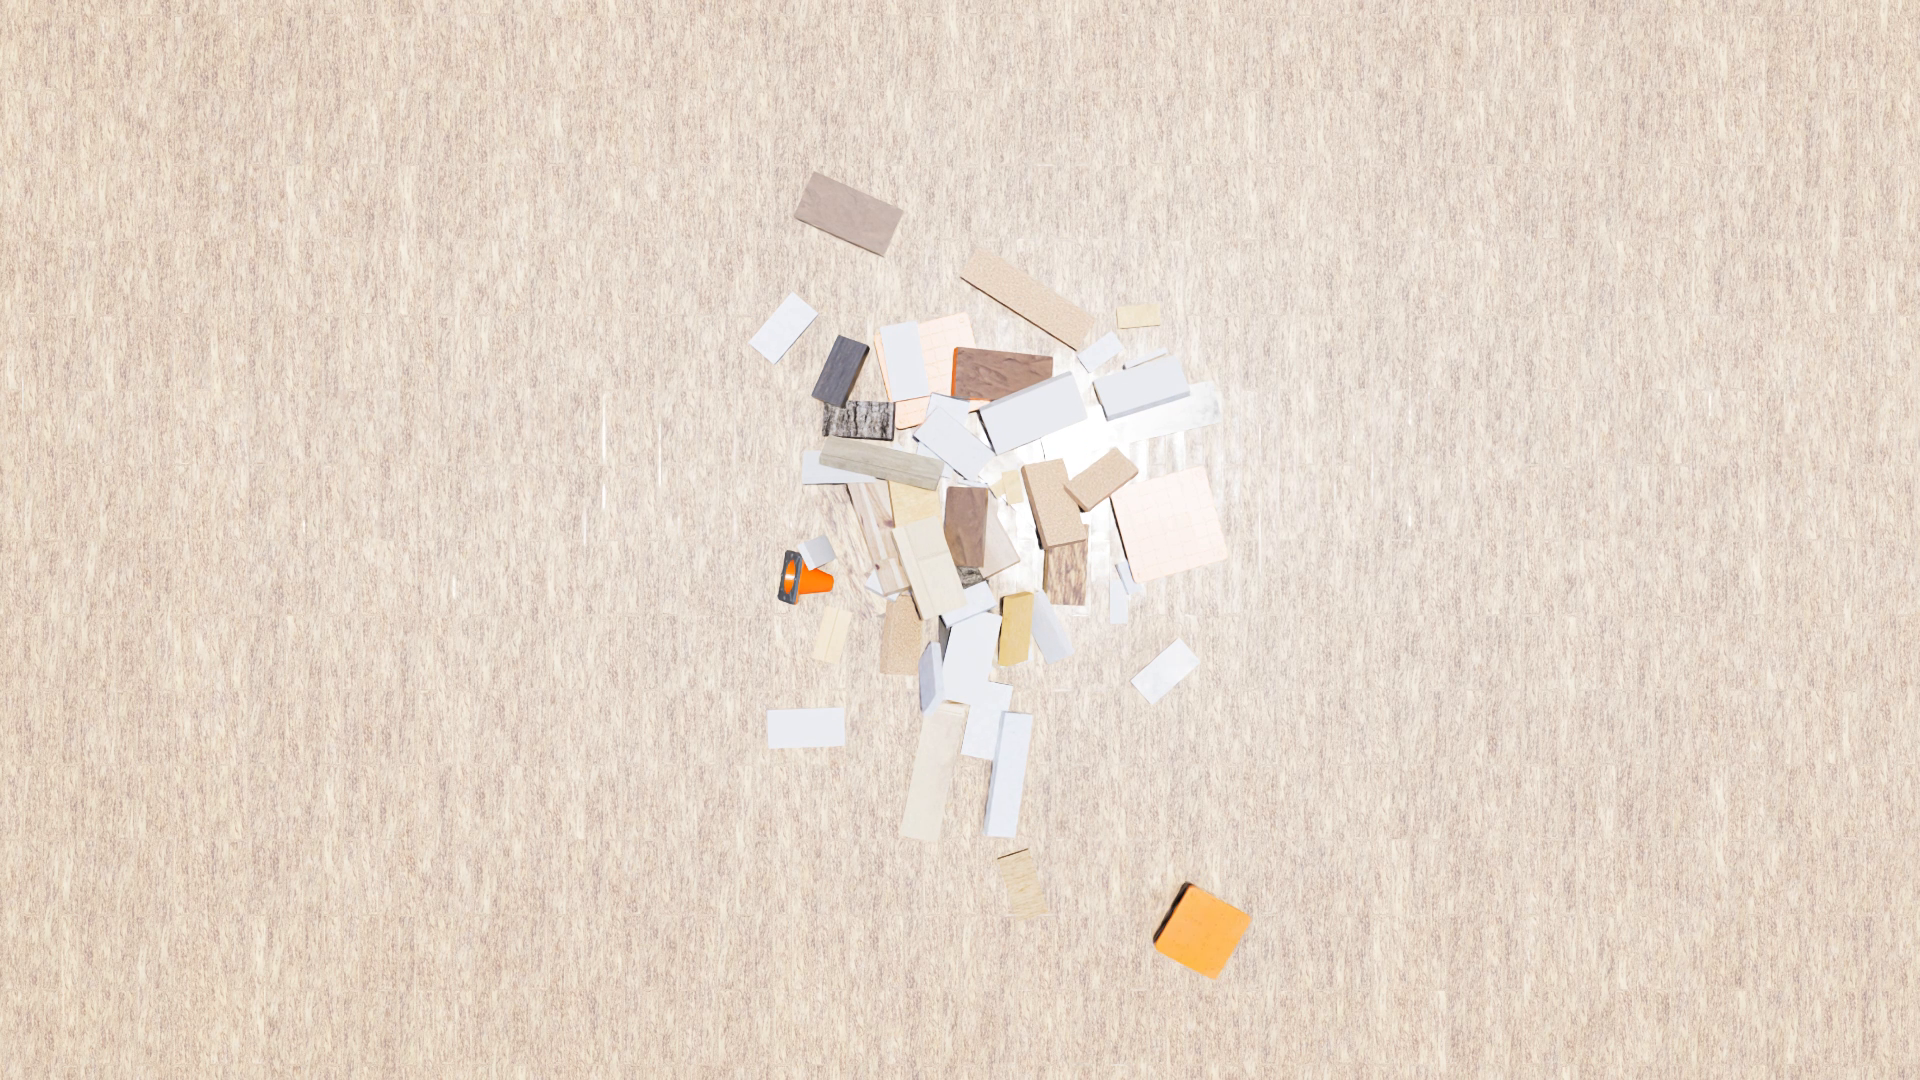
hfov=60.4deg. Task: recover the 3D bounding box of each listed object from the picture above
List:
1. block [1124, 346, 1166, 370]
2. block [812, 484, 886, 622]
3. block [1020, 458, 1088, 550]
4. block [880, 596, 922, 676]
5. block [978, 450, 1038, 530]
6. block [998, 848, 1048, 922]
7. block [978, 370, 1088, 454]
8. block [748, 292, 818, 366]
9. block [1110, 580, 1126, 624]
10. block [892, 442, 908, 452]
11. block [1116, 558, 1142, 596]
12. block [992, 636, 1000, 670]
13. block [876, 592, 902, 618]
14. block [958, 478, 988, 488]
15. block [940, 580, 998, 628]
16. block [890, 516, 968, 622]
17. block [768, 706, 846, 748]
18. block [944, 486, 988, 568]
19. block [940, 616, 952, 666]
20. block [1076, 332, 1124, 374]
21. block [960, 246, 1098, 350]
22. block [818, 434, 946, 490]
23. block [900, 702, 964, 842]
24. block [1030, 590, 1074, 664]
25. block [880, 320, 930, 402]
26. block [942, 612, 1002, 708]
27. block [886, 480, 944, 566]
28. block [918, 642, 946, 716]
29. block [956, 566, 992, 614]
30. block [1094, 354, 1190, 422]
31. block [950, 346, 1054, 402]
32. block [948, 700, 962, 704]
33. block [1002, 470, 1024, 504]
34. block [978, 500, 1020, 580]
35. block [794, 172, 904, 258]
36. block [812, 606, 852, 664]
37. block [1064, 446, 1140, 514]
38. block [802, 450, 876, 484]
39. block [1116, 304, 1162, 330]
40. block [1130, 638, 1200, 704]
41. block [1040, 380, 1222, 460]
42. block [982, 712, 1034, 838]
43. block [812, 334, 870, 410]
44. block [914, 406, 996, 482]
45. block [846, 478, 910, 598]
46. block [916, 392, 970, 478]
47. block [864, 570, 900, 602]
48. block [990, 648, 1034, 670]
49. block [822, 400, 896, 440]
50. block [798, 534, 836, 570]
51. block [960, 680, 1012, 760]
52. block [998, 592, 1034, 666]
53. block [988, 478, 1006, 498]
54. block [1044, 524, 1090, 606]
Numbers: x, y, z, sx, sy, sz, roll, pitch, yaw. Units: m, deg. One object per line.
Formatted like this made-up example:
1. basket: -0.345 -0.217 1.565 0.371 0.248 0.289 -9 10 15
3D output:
1. block: 0.613 -0.600 5.464 0.143 0.072 0.020 -22 88 0
2. block: -0.354 0.042 5.450 0.111 0.031 0.444 -21 90 0
3. block: 0.308 -0.121 5.424 0.143 0.040 0.285 -11 76 -19
4. block: -0.190 0.314 5.444 0.131 0.037 0.261 6 90 -40
5. block: 0.206 -0.173 5.481 0.273 0.039 0.136 43 90 0
6. block: 0.209 1.147 5.485 0.108 0.031 0.217 -18 90 0
7. block: 0.241 -0.417 5.406 0.325 0.046 0.162 -22 114 0
8. block: -0.586 -0.703 5.484 0.112 0.032 0.224 41 90 0
9. block: 0.526 0.206 5.492 0.055 0.016 0.144 -1 90 0
10. block: -0.221 -0.273 5.493 0.048 0.014 0.095 35 90 0
11. block: 0.562 0.123 5.482 0.055 0.016 0.110 -20 90 -24
12. block: 0.087 0.338 5.464 0.175 0.025 0.088 42 82 12
13. block: -0.236 0.063 5.483 0.120 0.034 0.393 9 90 0
14. block: 0.042 -0.189 5.476 0.095 0.048 0.014 12 94 0
15. block: 0.020 0.208 5.334 0.180 0.026 0.090 -22 70 -14
16. block: -0.099 0.090 5.291 0.153 0.043 0.307 -19 86 -13
17. block: -0.509 0.623 5.482 0.254 0.036 0.127 -2 90 0
18. block: 0.019 -0.043 5.394 0.131 0.037 0.261 2 84 15
19. block: 0.010 0.317 5.439 0.151 0.043 0.302 -3 76 2
20. block: 0.468 -0.625 5.490 0.143 0.020 0.072 -36 90 0
21. block: 0.227 -0.805 5.482 0.461 0.035 0.124 32 90 0
22. block: -0.256 -0.254 5.407 0.398 0.032 0.112 13 48 7
23. block: -0.091 0.768 5.482 0.127 0.036 0.454 12 90 0
24. block: 0.282 0.288 5.445 0.033 0.116 0.231 -27 90 -39
25. block: -0.180 -0.587 5.420 0.124 0.035 0.247 -10 92 2
26. block: 0.030 0.378 5.360 0.151 0.043 0.302 13 89 1
27. block: -0.141 -0.073 5.384 0.153 0.043 0.307 -5 71 -11
28. block: -0.093 0.451 5.363 0.031 0.222 0.111 14 133 -20
29. block: 0.016 0.116 5.442 0.151 0.043 0.302 -7 76 0
30. block: 0.600 -0.503 5.448 0.285 0.040 0.143 -17 67 -2
31. block: 0.140 -0.536 5.427 0.331 0.046 0.162 4 87 -17
32. block: 0.009 0.453 5.456 0.088 0.025 0.175 0 70 3
33. block: 0.175 -0.175 5.440 0.055 0.016 0.110 -11 90 0
34. block: 0.077 -0.019 5.432 0.136 0.039 0.273 -27 77 -5
35. block: -0.368 -1.082 5.477 0.325 0.046 0.162 24 90 0
36. block: -0.424 0.316 5.487 0.090 0.026 0.180 15 90 0
37. block: 0.467 -0.199 5.431 0.231 0.033 0.116 -37 71 -19
38. block: -0.398 -0.243 5.444 0.240 0.034 0.120 -1 47 1
39. block: 0.595 -0.745 5.490 0.143 0.020 0.072 -5 90 0
40. block: 0.682 0.436 5.485 0.217 0.031 0.108 -42 90 0
41. block: 0.562 -0.395 5.480 0.597 0.040 0.143 -13 90 0
42. block: 0.159 0.776 5.460 0.108 0.031 0.410 8 90 -29
43. block: -0.395 -0.557 5.457 0.112 0.032 0.224 21 84 17
44. block: -0.018 -0.317 5.413 0.247 0.035 0.124 39 102 -12
45. block: -0.238 -0.025 5.401 0.153 0.043 0.403 -16 73 -12
46. block: -0.062 -0.347 5.441 0.131 0.037 0.261 13 106 -5
47. block: -0.211 0.086 5.407 0.111 0.031 0.222 27 69 4
48. block: 0.149 0.377 5.488 0.175 0.025 0.088 -14 90 0
49. block: -0.334 -0.399 5.454 0.240 0.034 0.120 4 90 14
50. block: -0.468 0.040 5.411 0.026 0.180 0.090 -26 90 21
51. block: 0.089 0.597 5.482 0.127 0.036 0.254 11 90 0
52. block: 0.184 0.291 5.394 0.033 0.116 0.231 16 108 38
53. block: 0.149 -0.183 5.455 0.095 0.014 0.048 -35 90 0
54. block: 0.352 0.078 5.462 0.136 0.039 0.273 3 90 -16
